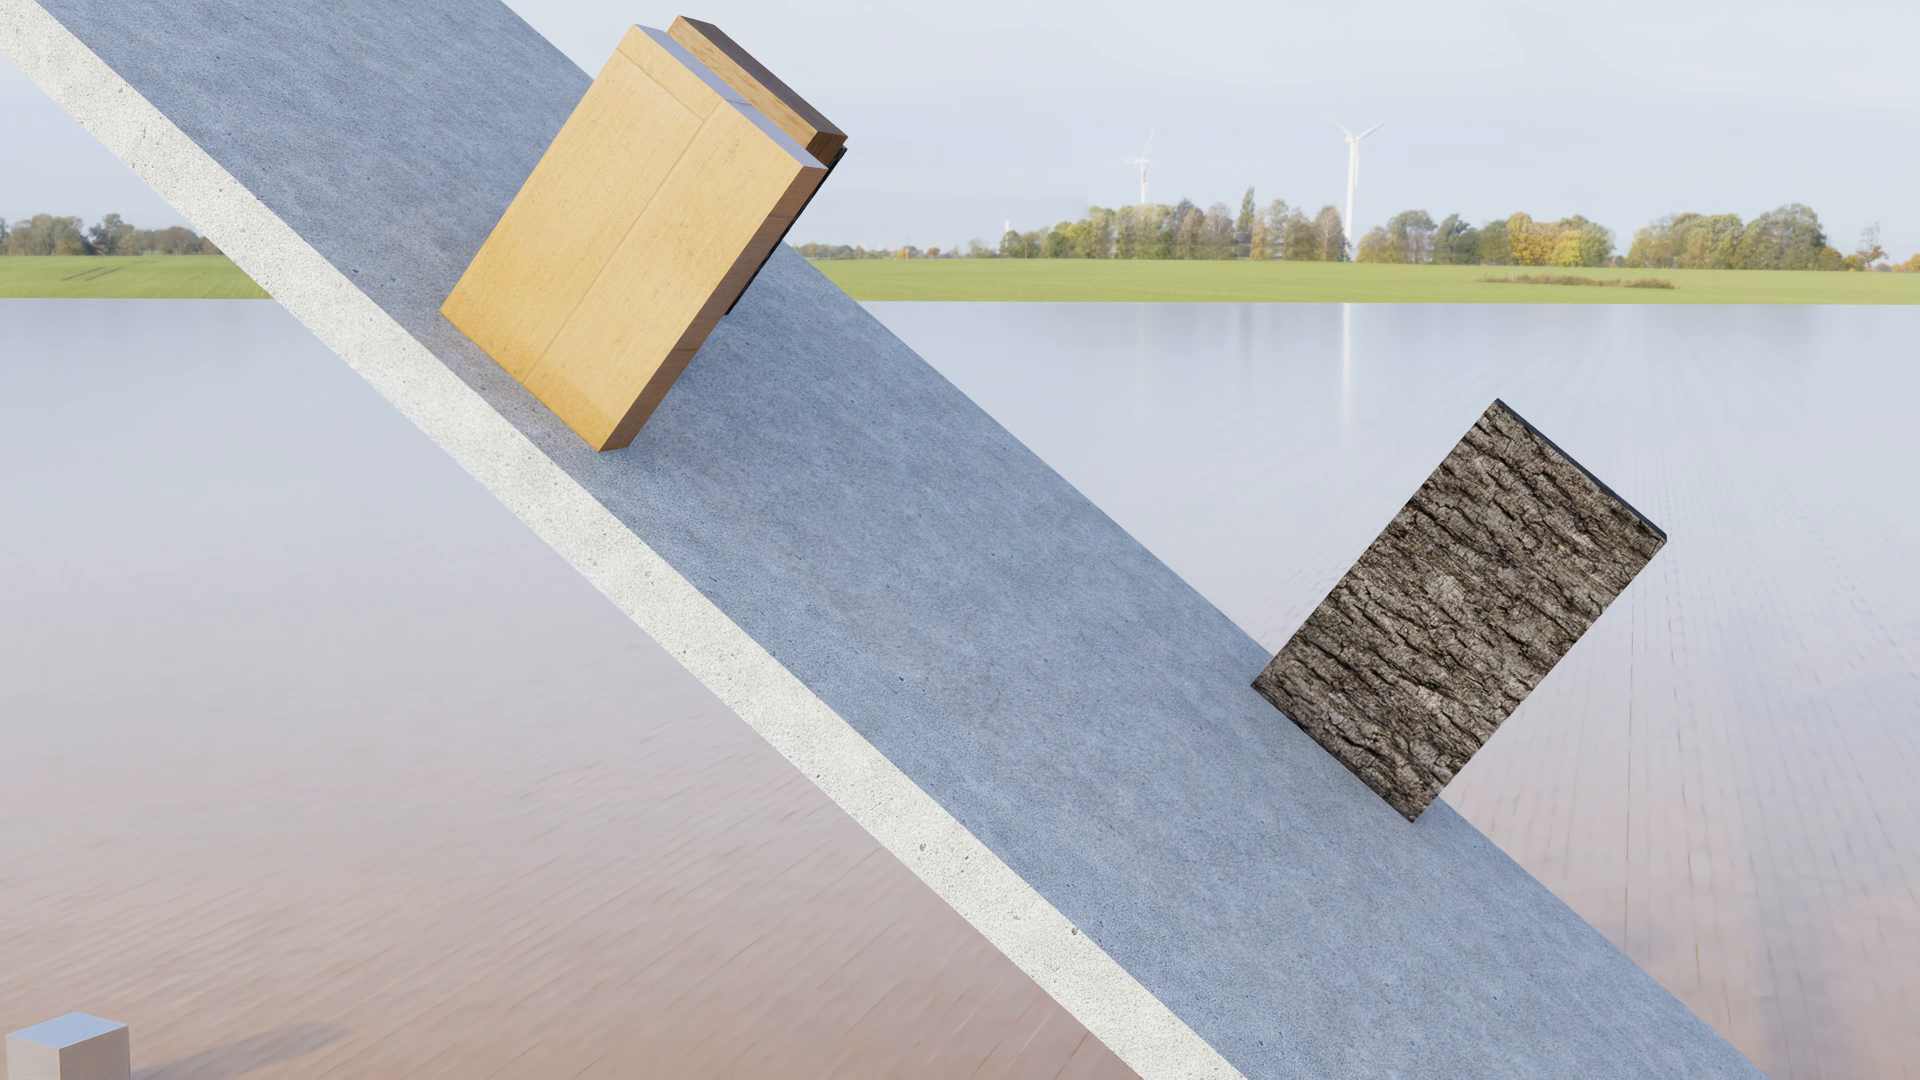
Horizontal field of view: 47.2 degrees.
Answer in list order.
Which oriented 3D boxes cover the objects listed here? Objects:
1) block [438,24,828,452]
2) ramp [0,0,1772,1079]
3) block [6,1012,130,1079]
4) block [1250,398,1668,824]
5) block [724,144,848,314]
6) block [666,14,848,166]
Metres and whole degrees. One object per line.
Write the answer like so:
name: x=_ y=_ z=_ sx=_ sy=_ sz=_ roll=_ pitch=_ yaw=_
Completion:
block: x=-0.493 y=-0.447 z=3.290 sx=0.335 sy=0.534 sz=0.104 roll=41 pitch=16 yaw=9
ramp: x=-0.019 y=0.070 z=4.049 sx=4.000 sy=0.100 sz=2.000 roll=41 pitch=16 yaw=9
block: x=-1.976 y=1.174 z=4.880 sx=0.180 sy=0.180 sz=0.180 roll=4 pitch=8 yaw=31
block: x=1.012 y=0.146 z=4.499 sx=0.432 sy=0.766 sz=0.135 roll=41 pitch=16 yaw=9
block: x=-0.474 y=-0.702 z=4.265 sx=0.338 sy=0.406 sz=0.083 roll=41 pitch=16 yaw=9
block: x=-0.478 y=-0.588 z=3.762 sx=0.313 sy=0.505 sz=0.148 roll=41 pitch=16 yaw=9
